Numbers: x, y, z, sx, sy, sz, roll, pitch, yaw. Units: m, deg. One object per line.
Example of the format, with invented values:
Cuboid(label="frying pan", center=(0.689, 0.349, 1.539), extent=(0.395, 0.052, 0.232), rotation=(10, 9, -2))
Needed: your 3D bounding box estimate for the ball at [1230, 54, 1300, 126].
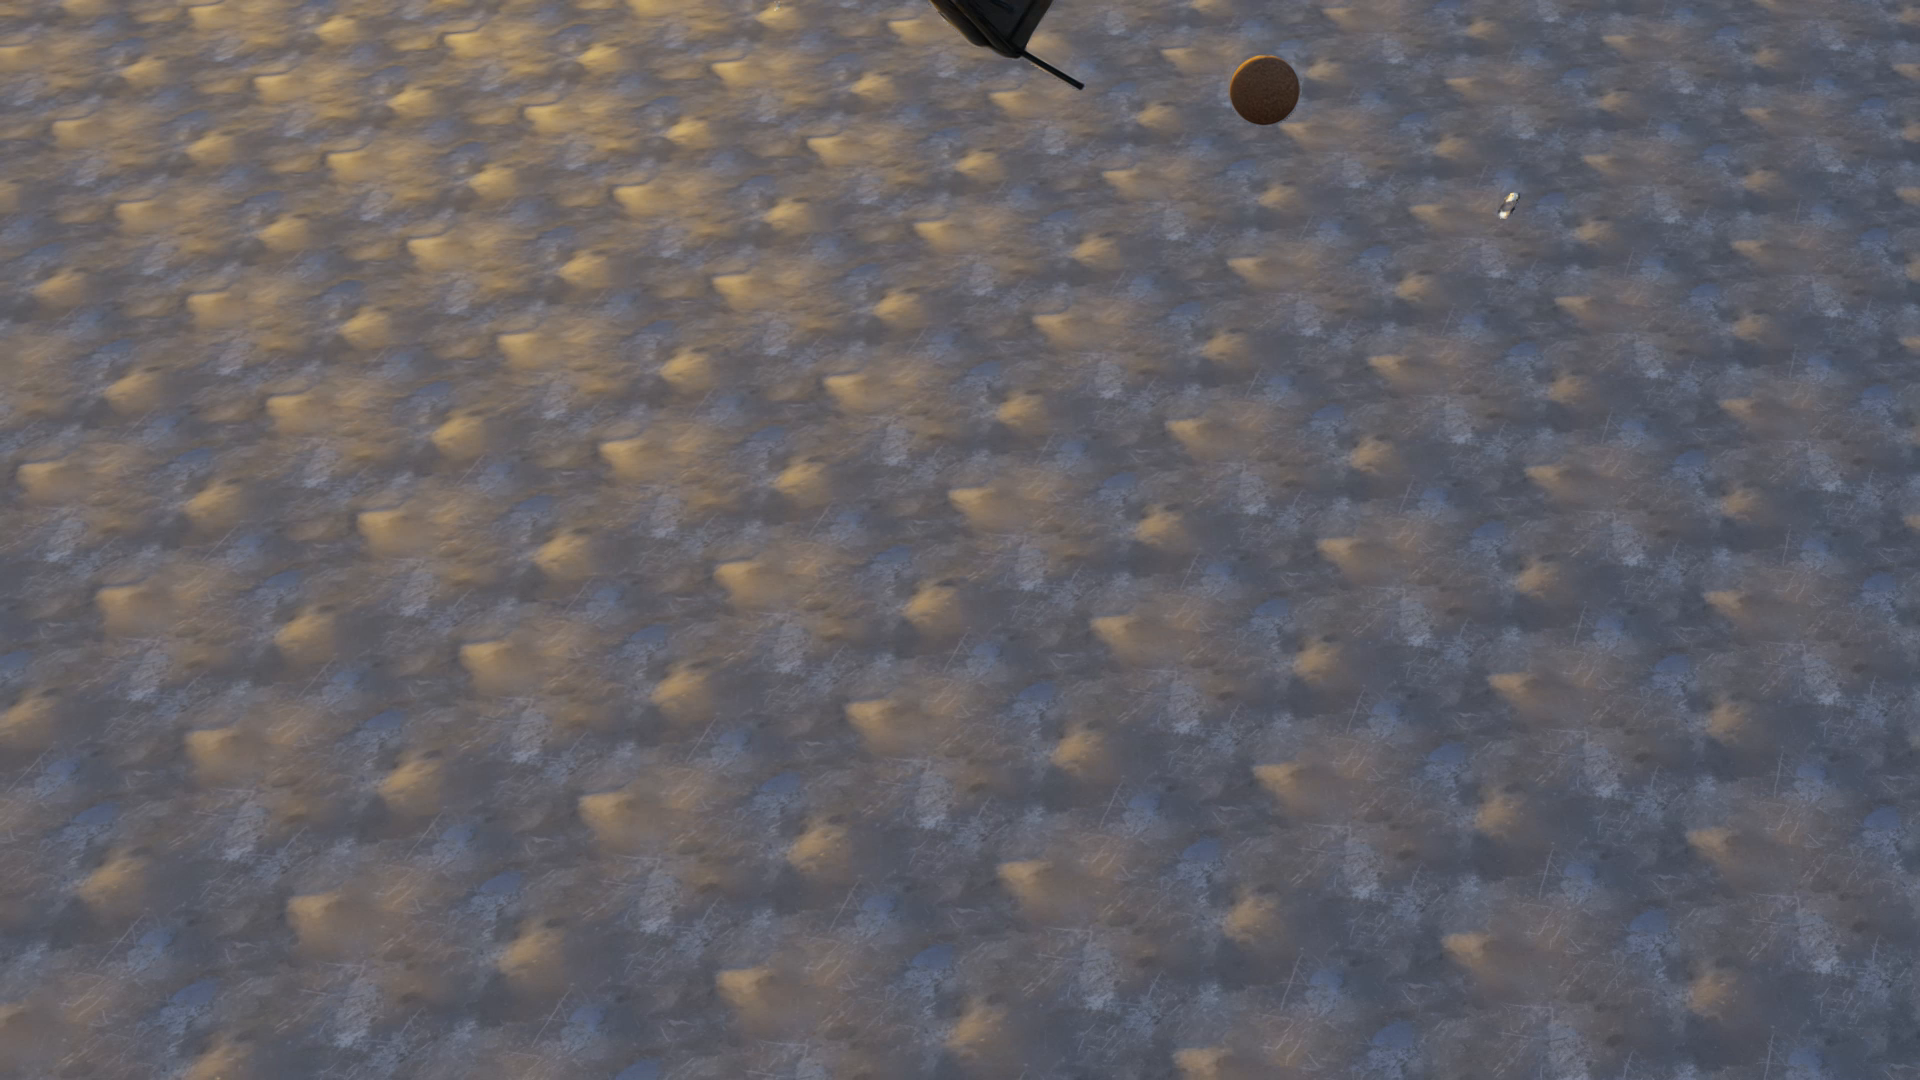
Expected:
Cuboid(label="ball", center=(1.000, -1.477, 9.626), extent=(0.228, 0.228, 0.228), rotation=(0, 33, 0))

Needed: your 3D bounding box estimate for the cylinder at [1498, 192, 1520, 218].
Cuboid(label="cylinder", center=(1.659, -1.013, 8.859), extent=(0.035, 0.071, 0.064), rotation=(43, 33, -6))
